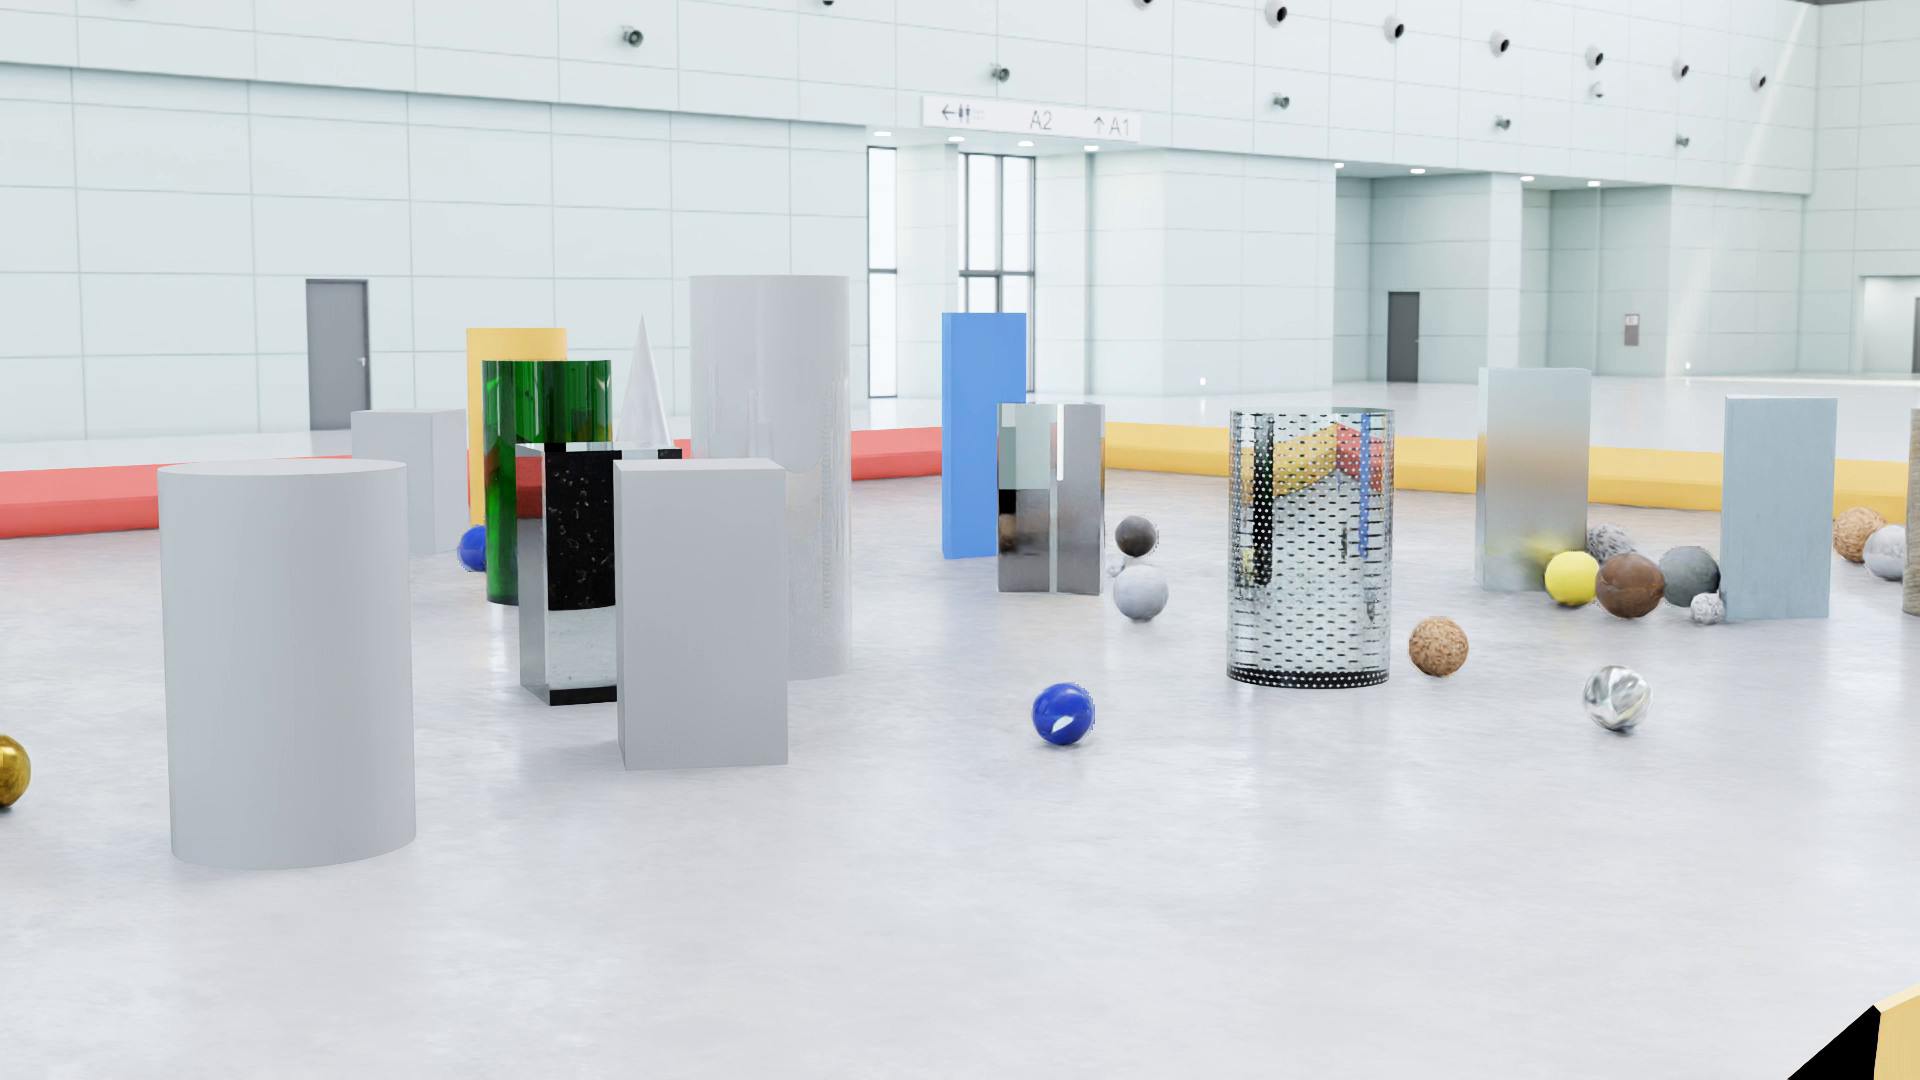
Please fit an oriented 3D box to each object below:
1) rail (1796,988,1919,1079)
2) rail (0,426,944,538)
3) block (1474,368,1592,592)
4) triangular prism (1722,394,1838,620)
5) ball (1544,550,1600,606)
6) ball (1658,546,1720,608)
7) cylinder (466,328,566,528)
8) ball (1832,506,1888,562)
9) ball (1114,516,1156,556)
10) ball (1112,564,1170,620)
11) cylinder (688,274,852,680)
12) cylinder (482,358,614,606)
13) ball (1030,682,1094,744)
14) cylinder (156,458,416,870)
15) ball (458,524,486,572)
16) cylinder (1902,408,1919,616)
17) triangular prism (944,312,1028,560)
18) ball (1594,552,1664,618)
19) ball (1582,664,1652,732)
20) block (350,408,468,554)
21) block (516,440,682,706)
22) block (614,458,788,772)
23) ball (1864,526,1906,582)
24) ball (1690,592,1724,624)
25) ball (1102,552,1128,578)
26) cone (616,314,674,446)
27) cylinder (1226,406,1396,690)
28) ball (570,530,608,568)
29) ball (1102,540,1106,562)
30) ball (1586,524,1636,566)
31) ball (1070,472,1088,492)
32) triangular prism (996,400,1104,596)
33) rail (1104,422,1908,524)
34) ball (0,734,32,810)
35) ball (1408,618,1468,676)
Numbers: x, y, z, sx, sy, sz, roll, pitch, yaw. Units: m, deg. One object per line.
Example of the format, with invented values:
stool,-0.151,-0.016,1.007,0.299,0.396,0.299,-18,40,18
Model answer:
rail,1.342,0.184,1.886,4.608,0.128,0.045,-5,8,-42
rail,-1.342,-0.118,4.778,4.608,0.128,0.045,-5,8,-42
block,0.921,-0.100,3.549,0.158,0.352,0.158,1,6,8
triangular prism,1.168,-0.052,3.244,0.171,0.320,0.148,-1,6,-12
ball,0.925,0.058,3.316,0.085,0.085,0.085,0,6,0
ball,1.075,0.055,3.248,0.091,0.091,0.091,0,6,0
cylinder,-0.889,-0.222,4.431,0.198,0.410,0.198,0,6,0
ball,1.597,-0.010,3.902,0.099,0.099,0.099,0,6,0
ball,0.319,-0.007,3.986,0.075,0.075,0.075,0,6,0
ball,0.261,0.075,3.168,0.081,0.081,0.081,0,6,0
cylinder,-0.233,-0.082,2.722,0.198,0.486,0.198,0,6,0
cylinder,-0.635,-0.094,3.399,0.198,0.369,0.198,0,6,0
ball,0.105,0.179,2.261,0.064,0.064,0.064,0,6,0
cylinder,-0.560,0.096,1.837,0.198,0.316,0.198,0,6,0
ball,-0.814,0.015,3.751,0.081,0.081,0.081,0,6,0
cylinder,1.492,-0.040,3.218,0.198,0.301,0.198,0,6,0
triangular prism,0.010,-0.196,4.035,0.171,0.441,0.148,-4,7,-33
ball,0.969,0.066,3.183,0.096,0.096,0.096,0,6,0
ball,0.698,0.168,2.333,0.071,0.071,0.071,0,6,0
block,-1.028,-0.113,4.116,0.158,0.259,0.158,1,6,10
block,-0.421,0.034,2.569,0.158,0.288,0.158,-3,6,-23
block,-0.263,0.069,2.210,0.158,0.292,0.158,-1,6,-11
ball,1.538,0.023,3.625,0.091,0.091,0.091,0,6,0
ball,1.064,0.097,3.134,0.045,0.045,0.045,0,6,0
ball,0.258,0.043,3.671,0.042,0.042,0.042,0,6,0
cone,-0.558,-0.183,3.890,0.198,0.444,0.198,0,6,0
cylinder,0.425,0.004,2.674,0.198,0.325,0.198,0,6,0
ball,-0.645,0.015,3.819,0.065,0.065,0.065,0,6,0
ball,0.196,0.018,3.663,0.093,0.093,0.093,0,6,0
ball,1.066,0.021,3.626,0.095,0.095,0.095,0,6,0
ball,0.293,-0.142,5.408,0.047,0.047,0.047,0,6,0
triangular prism,0.161,-0.071,3.520,0.171,0.299,0.148,2,6,16
rail,1.676,-0.127,4.870,0.045,0.128,4.005,-5,8,-42
ball,-0.866,0.207,1.961,0.070,0.070,0.070,0,6,0
ball,0.583,0.131,2.682,0.072,0.072,0.072,0,6,0
